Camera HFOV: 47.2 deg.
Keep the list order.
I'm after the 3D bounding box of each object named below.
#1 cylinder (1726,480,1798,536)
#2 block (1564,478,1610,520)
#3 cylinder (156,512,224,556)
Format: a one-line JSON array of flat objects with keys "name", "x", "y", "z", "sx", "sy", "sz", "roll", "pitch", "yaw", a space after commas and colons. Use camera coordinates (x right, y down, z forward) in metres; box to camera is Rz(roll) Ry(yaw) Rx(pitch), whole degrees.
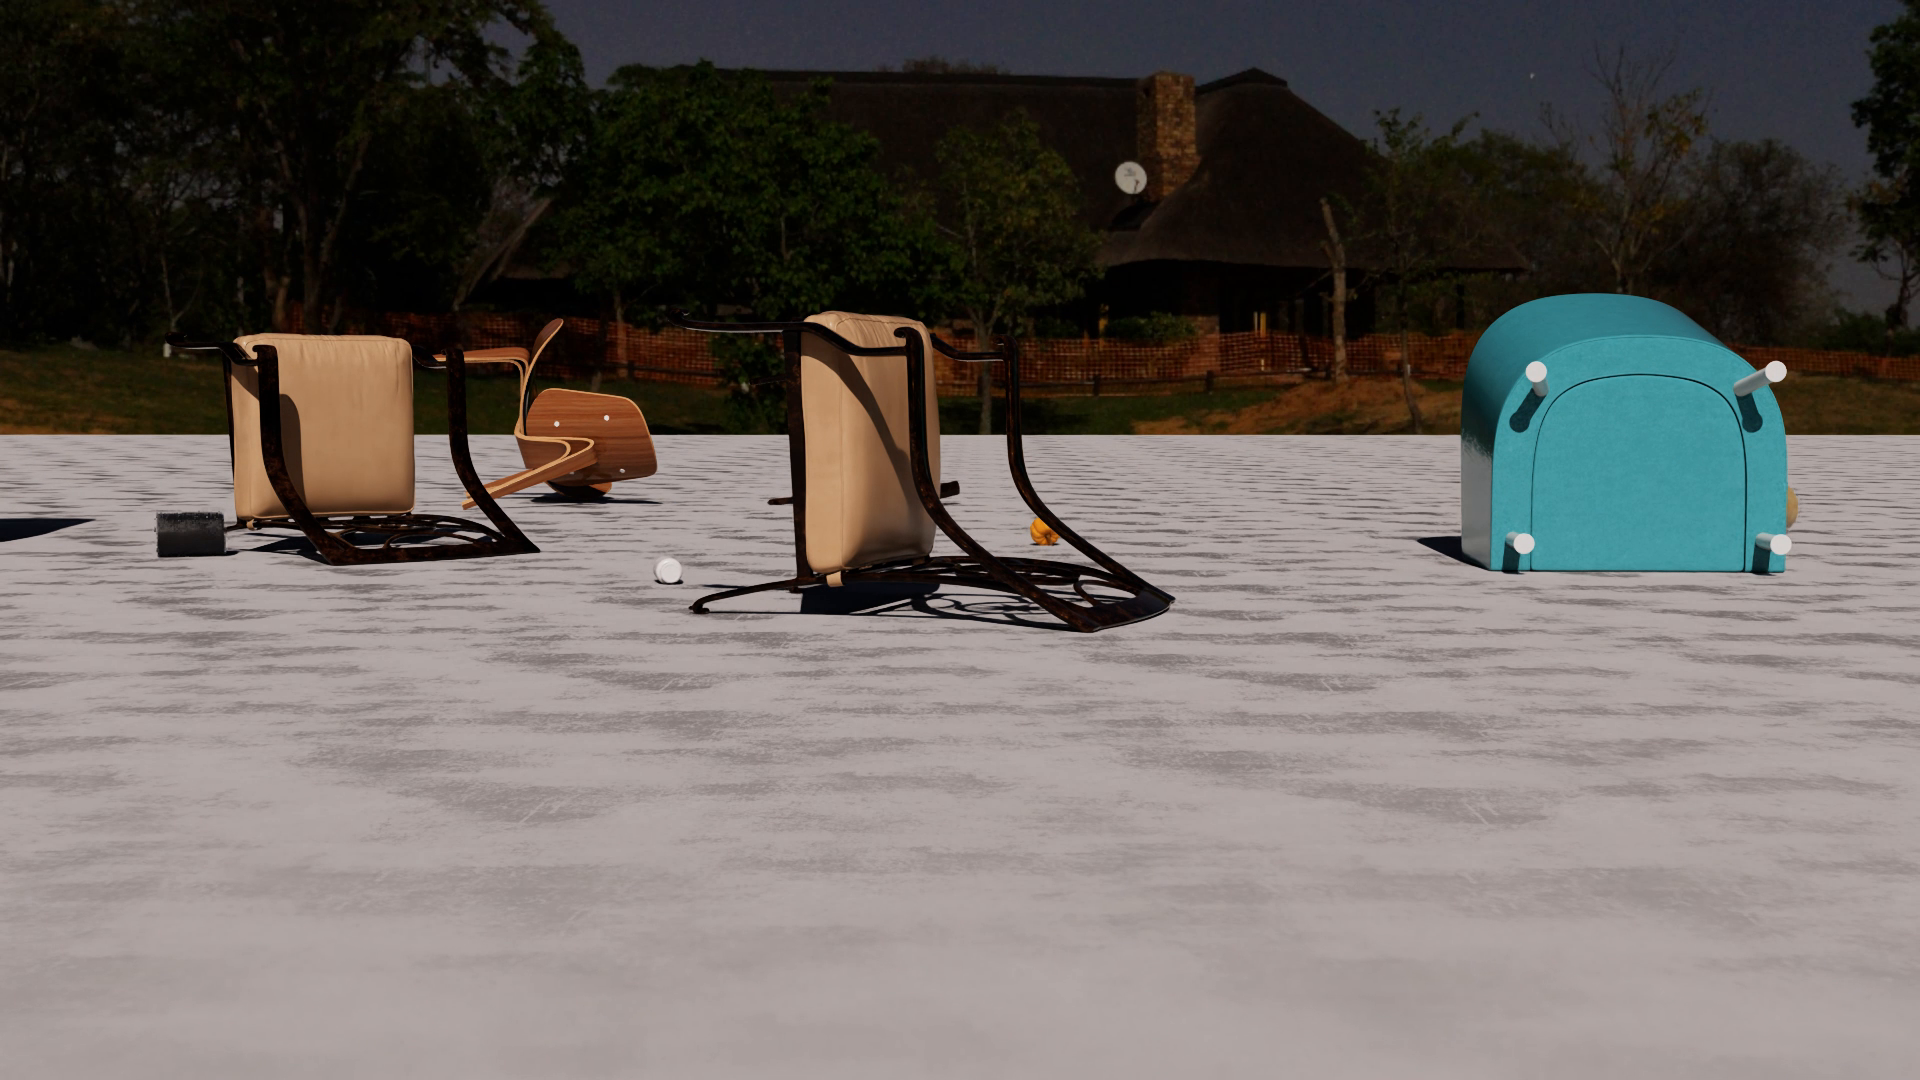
[{"name": "cylinder", "x": 2.467, "y": -0.100, "z": 6.764, "sx": 0.156, "sy": 0.172, "sz": 0.162, "roll": -4, "pitch": -19, "yaw": -47}, {"name": "block", "x": 2.168, "y": -0.144, "z": 7.603, "sx": 0.134, "sy": 0.142, "sz": 0.101, "roll": 2, "pitch": 4, "yaw": 26}, {"name": "cylinder", "x": -2.072, "y": -0.015, "z": 5.919, "sx": 0.166, "sy": 0.116, "sz": 0.184, "roll": -2, "pitch": 7, "yaw": -21}]
